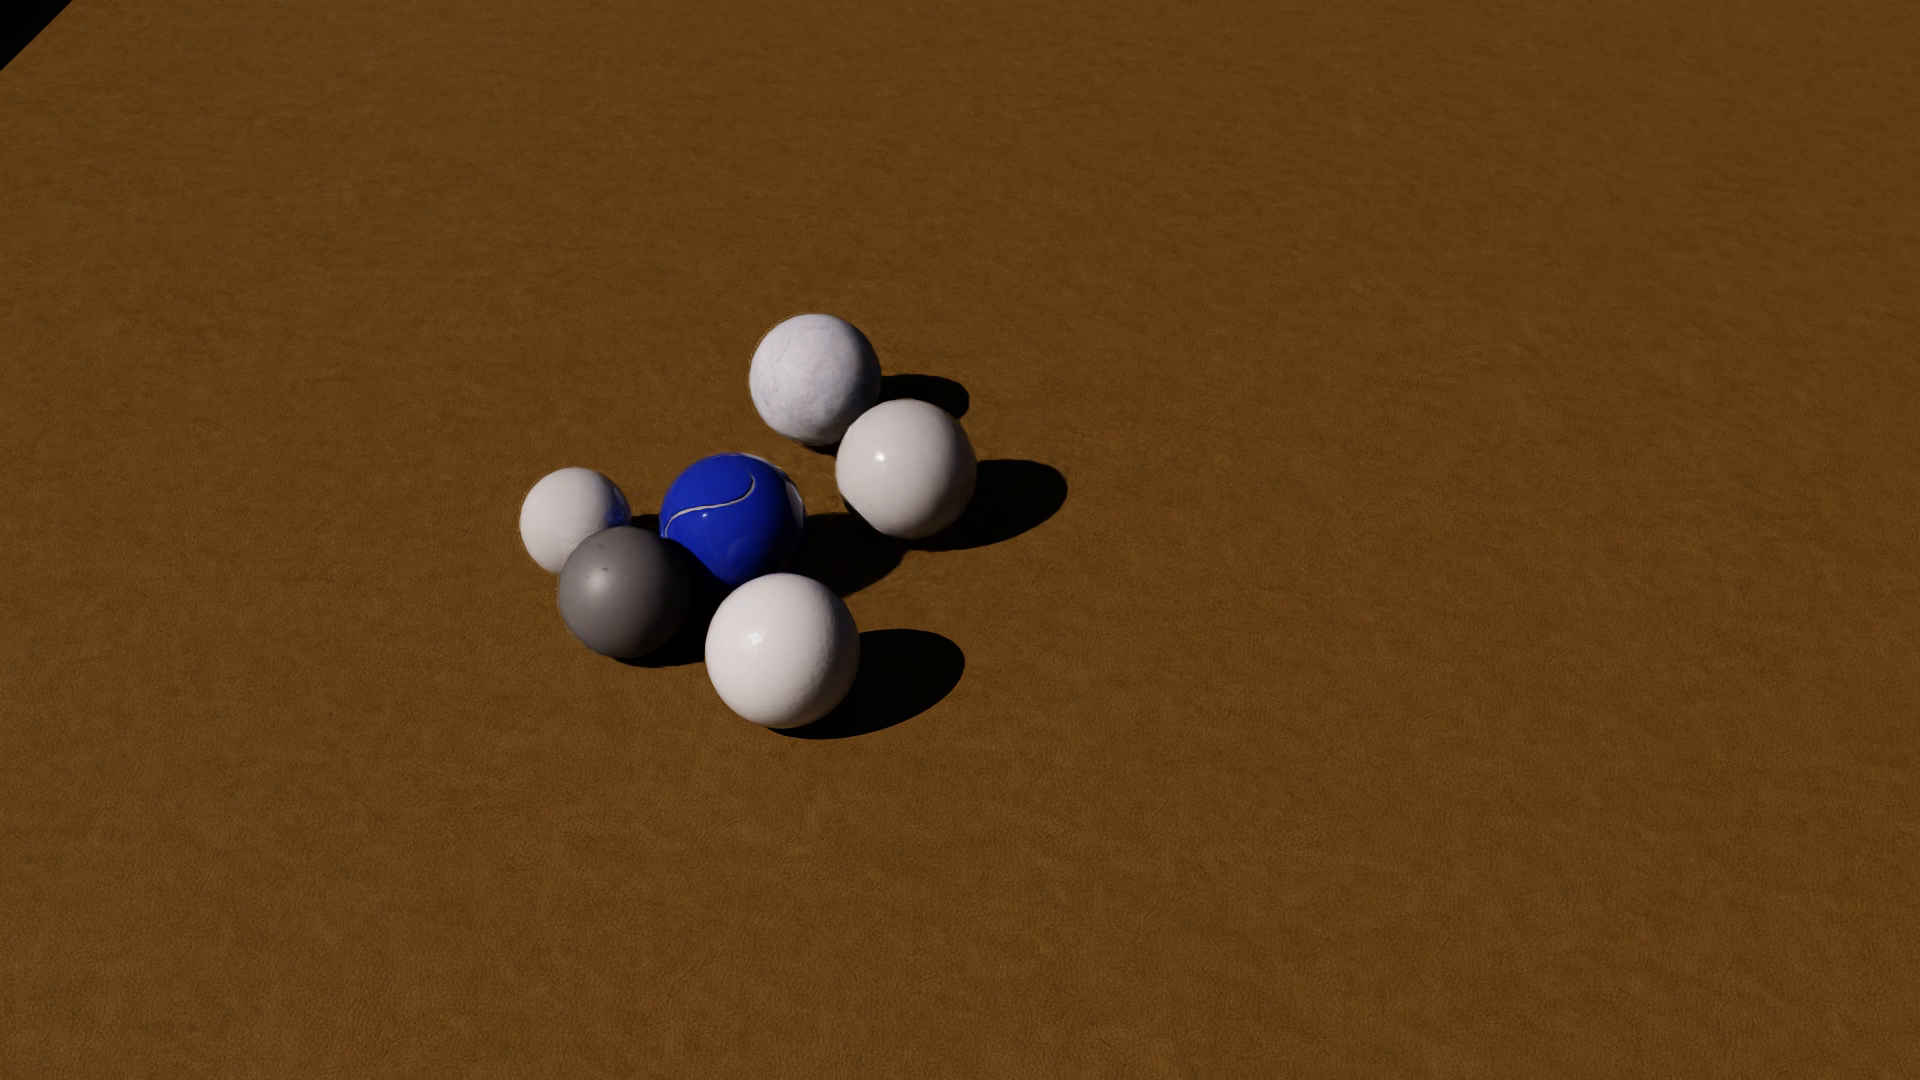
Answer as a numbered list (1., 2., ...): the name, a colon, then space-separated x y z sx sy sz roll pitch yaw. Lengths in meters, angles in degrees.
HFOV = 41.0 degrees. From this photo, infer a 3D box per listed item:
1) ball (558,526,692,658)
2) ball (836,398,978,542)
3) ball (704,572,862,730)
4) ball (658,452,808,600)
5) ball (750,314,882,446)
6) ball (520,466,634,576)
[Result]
1. ball: -0.211 0.033 1.615 0.083 0.083 0.083 0 36 0
2. ball: -0.036 -0.047 1.716 0.095 0.095 0.095 0 36 0
3. ball: -0.107 0.067 1.557 0.095 0.095 0.095 0 36 0
4. ball: -0.147 -0.009 1.662 0.096 0.096 0.096 0 36 0
5. ball: -0.102 -0.113 1.810 0.093 0.093 0.093 0 36 0
6. ball: -0.252 -0.011 1.684 0.074 0.074 0.074 0 36 0
